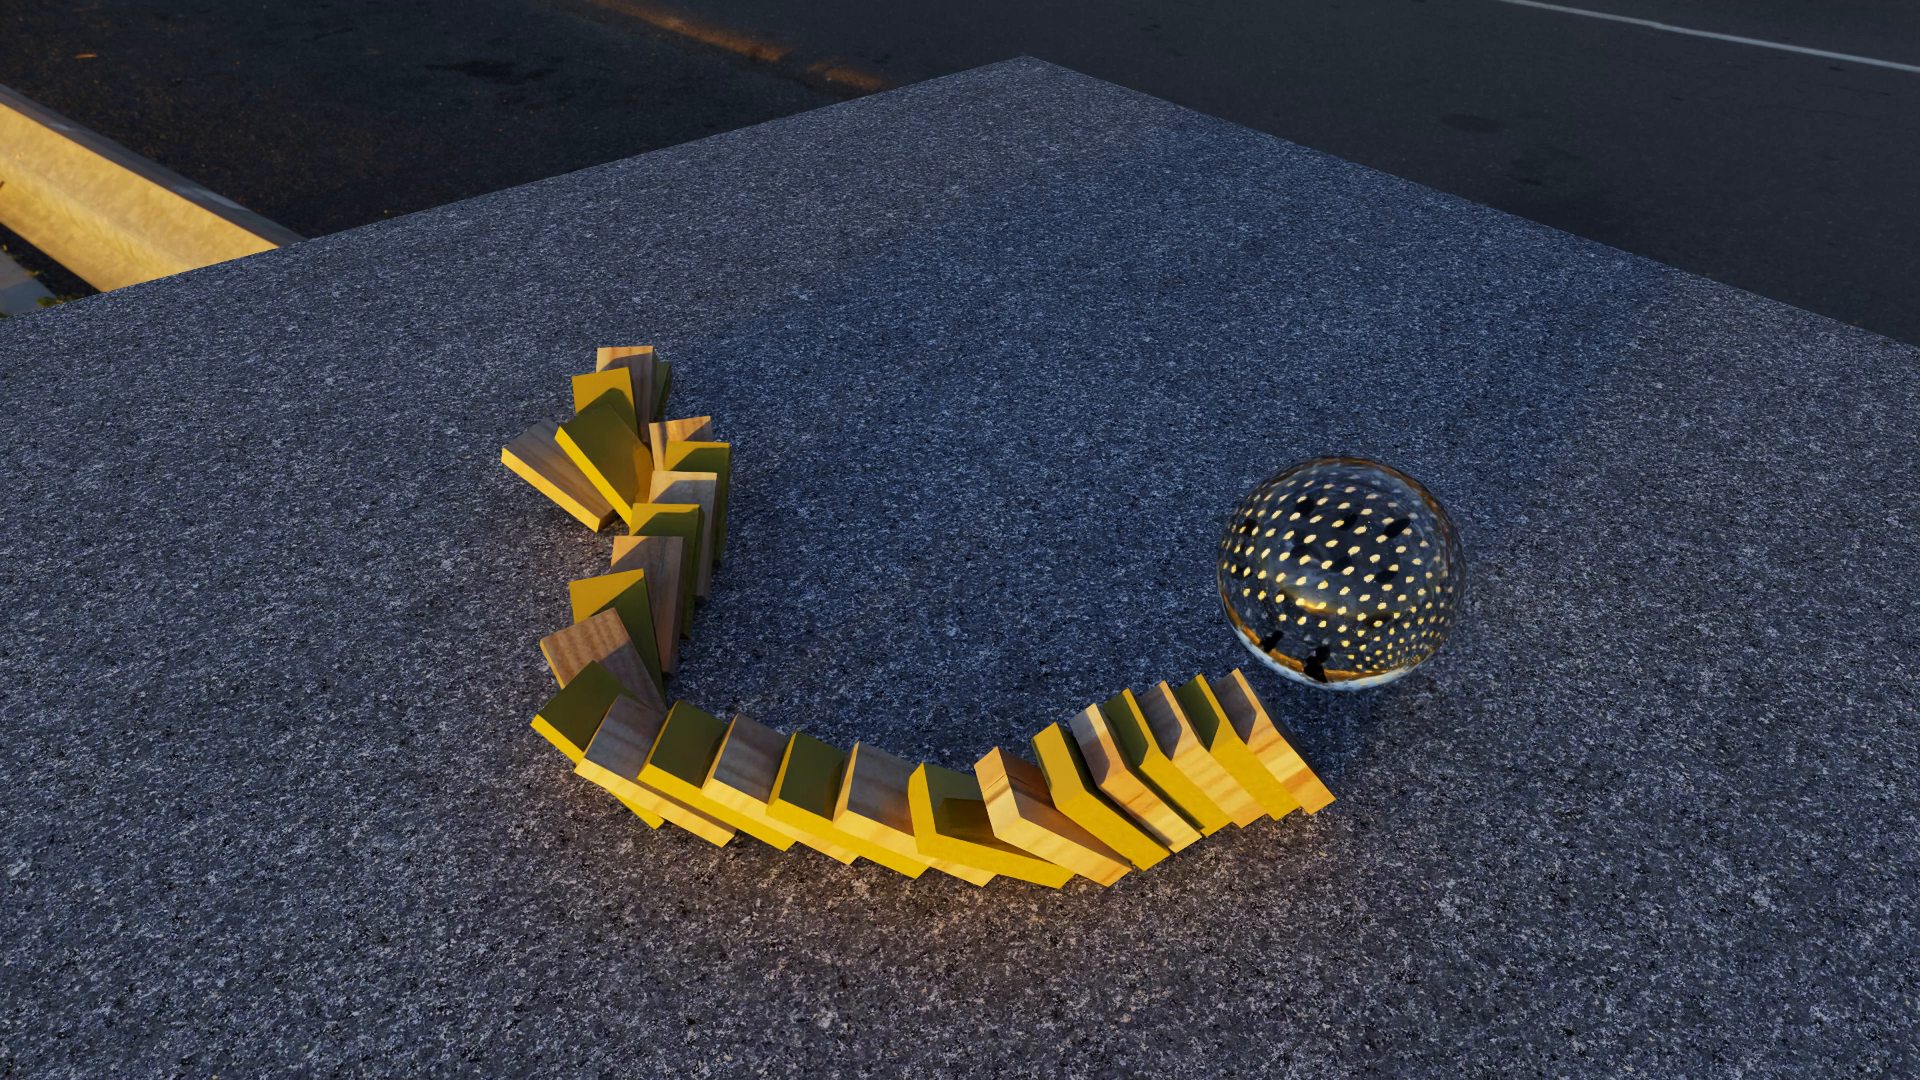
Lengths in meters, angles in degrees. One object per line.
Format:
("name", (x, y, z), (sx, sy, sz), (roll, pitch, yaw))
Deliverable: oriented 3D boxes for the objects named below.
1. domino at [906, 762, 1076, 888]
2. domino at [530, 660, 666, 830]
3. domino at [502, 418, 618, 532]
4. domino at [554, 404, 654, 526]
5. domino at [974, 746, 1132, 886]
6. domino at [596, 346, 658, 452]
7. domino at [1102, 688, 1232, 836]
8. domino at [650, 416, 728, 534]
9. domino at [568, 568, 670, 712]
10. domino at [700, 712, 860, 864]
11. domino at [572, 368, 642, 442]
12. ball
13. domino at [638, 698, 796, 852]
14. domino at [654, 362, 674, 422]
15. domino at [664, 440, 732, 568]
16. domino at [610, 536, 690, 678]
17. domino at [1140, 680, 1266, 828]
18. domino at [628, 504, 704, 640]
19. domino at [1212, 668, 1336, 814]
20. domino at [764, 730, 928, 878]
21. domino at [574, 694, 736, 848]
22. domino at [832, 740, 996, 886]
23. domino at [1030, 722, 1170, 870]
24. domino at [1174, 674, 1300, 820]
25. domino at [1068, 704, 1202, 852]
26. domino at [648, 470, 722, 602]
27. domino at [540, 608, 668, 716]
("domino", (0.009, 0.084, 0.321), (0.050, 0.010, 0.025), (23, 31, -27))
("domino", (-0.105, 0.064, 0.344), (0.050, 0.009, 0.025), (42, 46, -5))
("domino", (-0.163, -0.028, 0.461), (0.050, 0.009, 0.025), (36, 47, 2))
("domino", (-0.142, -0.031, 0.459), (0.050, 0.010, 0.025), (49, 47, 2))
("domino", (0.027, 0.081, 0.319), (0.009, 0.050, 0.025), (-43, 37, 19))
("domino", (-0.153, -0.064, 0.503), (0.025, 0.010, 0.050), (-3, 68, -3))
("domino", (0.063, 0.068, 0.332), (0.010, 0.050, 0.025), (-36, 40, 12))
("domino", (-0.112, -0.025, 0.455), (0.025, 0.009, 0.050), (-9, 72, -11))
("domino", (-0.117, 0.037, 0.378), (0.025, 0.009, 0.050), (-11, 74, -13))
("domino", (-0.050, 0.075, 0.332), (0.050, 0.010, 0.025), (30, 38, -14))
("domino", (-0.155, -0.051, 0.487), (0.025, 0.009, 0.050), (-11, 68, -8))
("ball", (0.128, 0.011, 0.374), (0.080, 0.080, 0.080), (0, 39, 0))
("domino", (-0.070, 0.072, 0.335), (0.050, 0.009, 0.025), (31, 39, -15))
("domino", (-0.154, -0.068, 0.527), (0.025, 0.010, 0.050), (-3, 39, -3))
("domino", (-0.106, -0.015, 0.441), (0.025, 0.010, 0.050), (2, 70, -4))
("domino", (-0.113, 0.024, 0.395), (0.025, 0.009, 0.050), (1, 70, 1))
("domino", (0.074, 0.066, 0.334), (0.010, 0.050, 0.025), (-36, 40, 12))
("domino", (-0.111, 0.012, 0.410), (0.025, 0.009, 0.050), (1, 70, 1))
("domino", (0.097, 0.062, 0.338), (0.009, 0.050, 0.025), (-36, 40, 12))
("domino", (-0.031, 0.079, 0.328), (0.050, 0.009, 0.025), (28, 37, -15))
("domino", (-0.088, 0.070, 0.336), (0.050, 0.009, 0.025), (32, 41, -14))
("domino", (-0.012, 0.081, 0.326), (0.050, 0.009, 0.025), (26, 37, -16))
("domino", (0.041, 0.076, 0.322), (0.010, 0.050, 0.025), (-37, 40, 13))
("domino", (0.085, 0.064, 0.336), (0.010, 0.050, 0.025), (-36, 40, 12))
("domino", (0.052, 0.071, 0.327), (0.009, 0.050, 0.025), (-36, 40, 12))
("domino", (-0.108, -0.002, 0.425), (0.025, 0.010, 0.050), (2, 70, -1))
("domino", (-0.114, 0.050, 0.360), (0.025, 0.010, 0.050), (-26, 82, -28))
